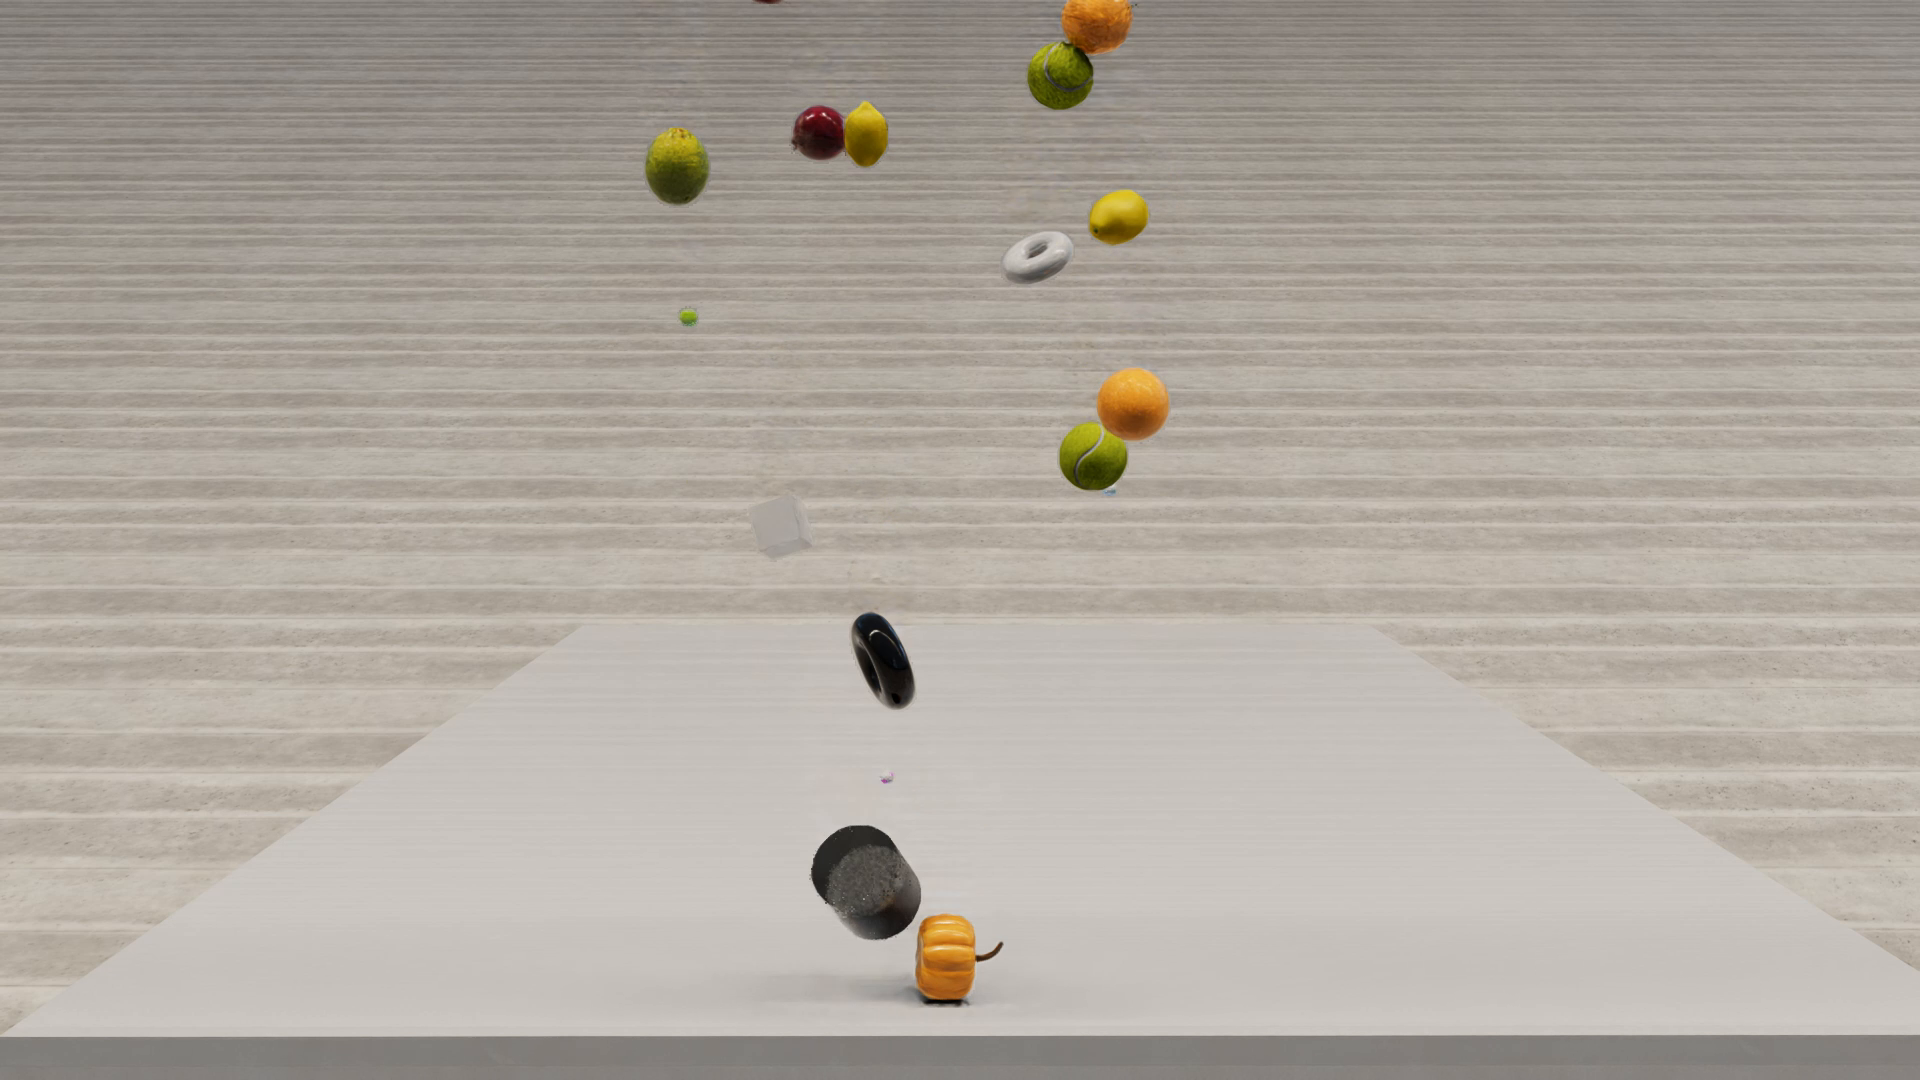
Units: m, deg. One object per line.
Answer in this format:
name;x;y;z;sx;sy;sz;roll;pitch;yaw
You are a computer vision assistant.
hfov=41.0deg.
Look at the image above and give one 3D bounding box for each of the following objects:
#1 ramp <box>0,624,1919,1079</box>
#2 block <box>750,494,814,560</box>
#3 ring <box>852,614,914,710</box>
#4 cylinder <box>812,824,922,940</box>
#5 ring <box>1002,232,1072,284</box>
ramp;0.045;0.403;4.539;2.000;0.100;4.000;0;4;0
block;-0.203;-0.015;2.916;0.052;0.052;0.052;-17;-15;9
ring;-0.081;0.127;2.688;0.036;0.109;0.109;-23;25;-14
cylinder;-0.098;0.361;2.697;0.094;0.094;0.094;-7;61;12
ring;0.079;-0.286;2.604;0.077;0.026;0.077;-19;31;12
